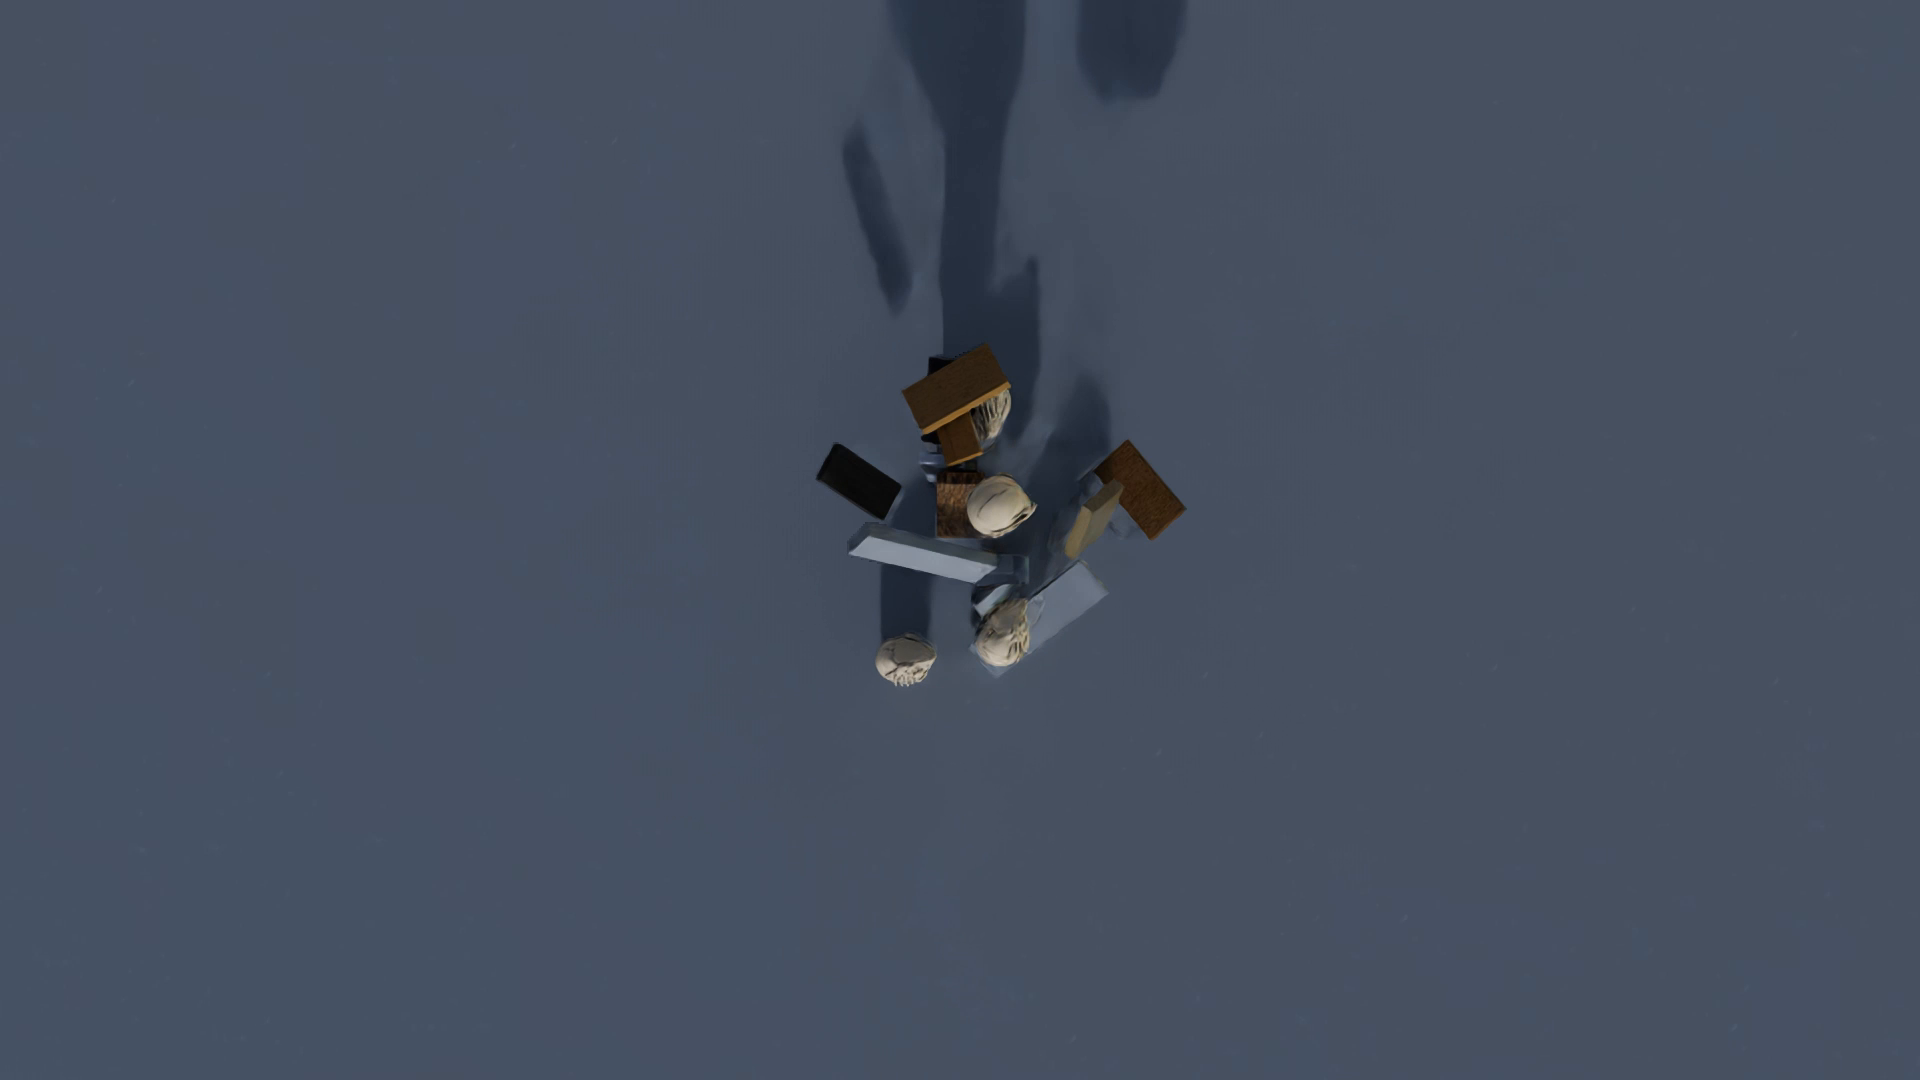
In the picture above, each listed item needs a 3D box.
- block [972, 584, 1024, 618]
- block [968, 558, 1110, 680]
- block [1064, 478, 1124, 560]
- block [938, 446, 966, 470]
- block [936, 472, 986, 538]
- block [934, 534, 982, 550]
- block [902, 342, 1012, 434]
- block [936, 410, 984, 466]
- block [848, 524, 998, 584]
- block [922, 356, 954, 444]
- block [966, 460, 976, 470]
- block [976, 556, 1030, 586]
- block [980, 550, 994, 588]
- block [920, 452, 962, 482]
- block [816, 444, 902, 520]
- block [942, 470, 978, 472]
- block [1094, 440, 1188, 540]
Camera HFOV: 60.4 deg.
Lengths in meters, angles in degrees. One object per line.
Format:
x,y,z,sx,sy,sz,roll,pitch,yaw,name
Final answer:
0.125,0.172,5.434,0.180,0.090,0.025,-38,57,-8,block
0.256,0.259,5.397,0.485,0.040,0.140,-39,95,17,block
0.397,-0.060,4.917,0.040,0.279,0.140,43,63,15,block
-0.024,-0.227,5.343,0.087,0.025,0.175,-5,60,0,block
0.002,-0.104,5.025,0.147,0.293,0.042,1,56,0,block
-0.002,-0.046,5.180,0.148,0.042,0.297,3,90,0,block
-0.011,-0.449,4.905,0.293,0.042,0.147,-29,68,5,block
-0.014,-0.340,4.930,0.110,0.031,0.220,-21,73,14,block
-0.110,0.043,4.986,0.427,0.147,0.042,14,63,-24,block
-0.038,-0.420,5.025,0.131,0.037,0.262,13,108,23,block
0.005,-0.216,5.416,0.087,0.175,0.025,2,119,2,block
0.137,0.098,5.249,0.180,0.026,0.090,-3,87,31,block
0.090,0.097,5.396,0.026,0.180,0.090,4,76,-3,block
-0.055,-0.223,5.130,0.110,0.359,0.031,1,83,4,block
-0.319,-0.182,5.225,0.262,0.037,0.131,34,76,-29,block
-0.001,-0.155,5.052,0.110,0.220,0.031,1,67,0,block
0.549,-0.153,5.038,0.140,0.040,0.279,-44,74,21,block
